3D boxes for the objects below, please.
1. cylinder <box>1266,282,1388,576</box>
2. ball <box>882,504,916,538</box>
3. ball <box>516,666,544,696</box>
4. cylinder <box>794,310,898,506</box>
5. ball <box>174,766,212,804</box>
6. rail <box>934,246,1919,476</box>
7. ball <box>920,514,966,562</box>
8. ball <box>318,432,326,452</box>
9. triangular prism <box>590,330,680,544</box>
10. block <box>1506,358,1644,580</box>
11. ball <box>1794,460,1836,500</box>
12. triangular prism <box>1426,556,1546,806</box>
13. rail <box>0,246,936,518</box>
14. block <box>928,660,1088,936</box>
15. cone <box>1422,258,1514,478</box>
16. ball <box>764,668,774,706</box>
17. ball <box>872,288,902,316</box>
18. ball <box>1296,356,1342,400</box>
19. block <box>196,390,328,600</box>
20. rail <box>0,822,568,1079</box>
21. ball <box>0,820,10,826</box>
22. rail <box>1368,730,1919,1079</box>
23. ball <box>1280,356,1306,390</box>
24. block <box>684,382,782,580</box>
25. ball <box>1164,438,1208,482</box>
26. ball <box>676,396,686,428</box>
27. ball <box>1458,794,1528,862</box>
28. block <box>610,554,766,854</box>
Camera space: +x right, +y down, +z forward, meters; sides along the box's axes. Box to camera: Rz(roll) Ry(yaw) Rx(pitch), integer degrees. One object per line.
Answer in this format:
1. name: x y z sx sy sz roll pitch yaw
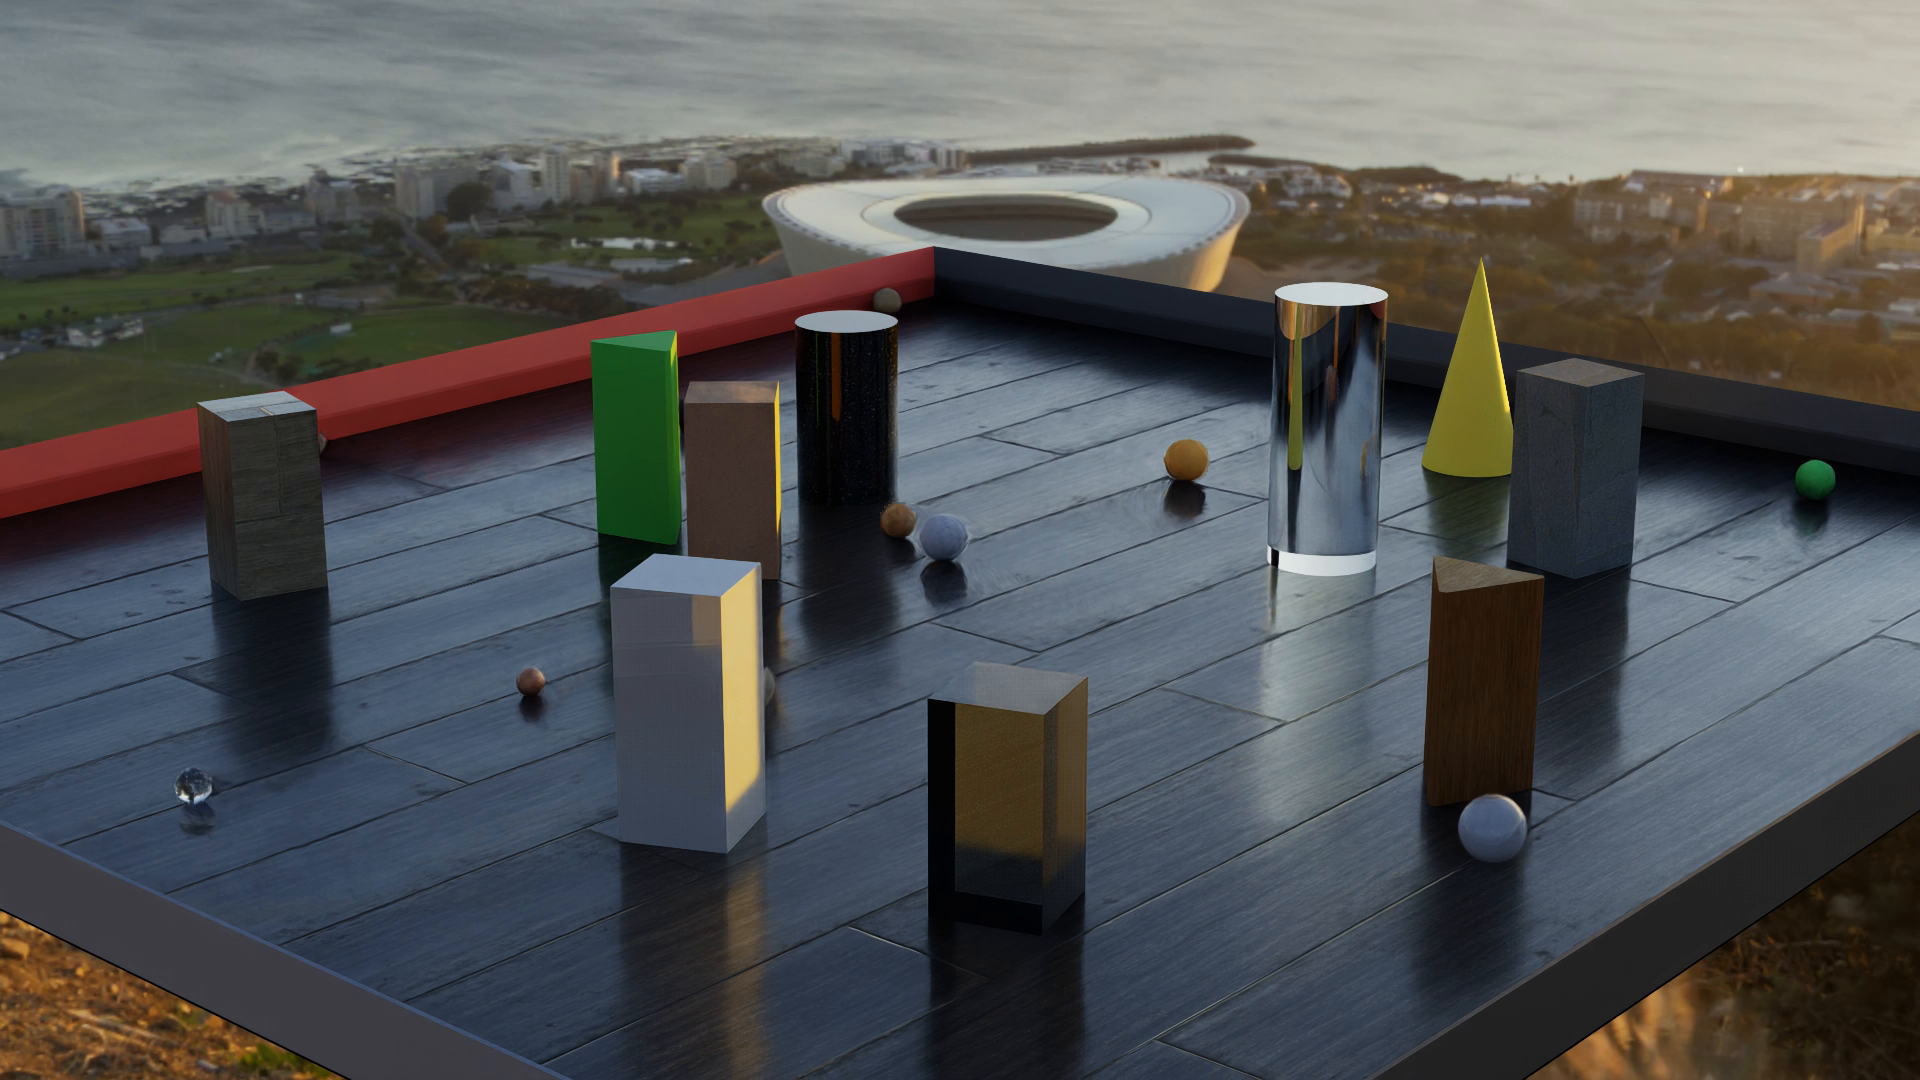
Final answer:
1. cylinder: 0.658 -0.200 5.266 0.199 0.493 0.199 0 17 0
2. ball: -0.114 -0.035 5.459 0.065 0.065 0.065 0 17 0
3. ball: -0.679 0.223 4.636 0.045 0.045 0.045 0 17 0
4. cylinder: -0.220 -0.258 5.716 0.199 0.344 0.199 0 17 0
5. ball: -1.097 0.351 4.197 0.053 0.053 0.053 0 17 0
6. rail: 1.195 -0.365 6.438 3.386 0.129 0.045 14 22 39
7. ball: -0.030 -0.004 5.320 0.085 0.085 0.085 0 17 0
8. ball: -1.329 -0.199 6.032 0.048 0.048 0.048 0 17 0
9. triangular prism: -0.570 -0.198 5.476 0.172 0.367 0.149 9 19 27
10. block: 1.107 -0.131 5.279 0.159 0.352 0.159 -13 21 -37
11. ball: 1.666 -0.117 5.708 0.078 0.078 0.078 0 17 0
12. triangular prism: 0.723 0.197 4.247 0.172 0.321 0.149 -7 18 -23
13. rail: -1.261 -0.283 6.168 0.045 0.129 3.693 14 22 39
14. block: 0.063 0.334 3.822 0.159 0.302 0.159 7 18 22
15. cone: 1.039 -0.360 5.906 0.199 0.430 0.199 0 17 0
16. ball: -0.327 0.229 4.560 0.078 0.078 0.078 0 17 0
17. ball: -0.181 -0.592 7.297 0.071 0.071 0.071 0 17 0
18. ball: 0.793 -0.358 6.471 0.099 0.099 0.099 0 17 0
19. block: -1.228 -0.080 5.162 0.159 0.322 0.159 -11 20 -31
20. rail: -1.195 0.429 3.802 3.386 0.129 0.045 14 22 39
21. ball: -1.310 0.412 3.966 0.071 0.071 0.071 0 17 0
22. rail: 1.261 0.348 4.072 0.045 0.129 3.693 14 22 39
23. ball: 0.755 -0.372 6.555 0.078 0.078 0.078 0 17 0
24. block: -0.405 -0.108 5.252 0.159 0.324 0.159 0 17 -1
25. ball: 0.449 -0.159 5.834 0.085 0.085 0.085 0 17 0
26. ball: -0.584 -0.271 6.236 0.067 0.067 0.067 0 17 0
27. ball: 0.726 0.392 3.994 0.092 0.092 0.092 0 17 0
28. block: -0.374 0.225 4.066 0.159 0.371 0.159 5 17 15
